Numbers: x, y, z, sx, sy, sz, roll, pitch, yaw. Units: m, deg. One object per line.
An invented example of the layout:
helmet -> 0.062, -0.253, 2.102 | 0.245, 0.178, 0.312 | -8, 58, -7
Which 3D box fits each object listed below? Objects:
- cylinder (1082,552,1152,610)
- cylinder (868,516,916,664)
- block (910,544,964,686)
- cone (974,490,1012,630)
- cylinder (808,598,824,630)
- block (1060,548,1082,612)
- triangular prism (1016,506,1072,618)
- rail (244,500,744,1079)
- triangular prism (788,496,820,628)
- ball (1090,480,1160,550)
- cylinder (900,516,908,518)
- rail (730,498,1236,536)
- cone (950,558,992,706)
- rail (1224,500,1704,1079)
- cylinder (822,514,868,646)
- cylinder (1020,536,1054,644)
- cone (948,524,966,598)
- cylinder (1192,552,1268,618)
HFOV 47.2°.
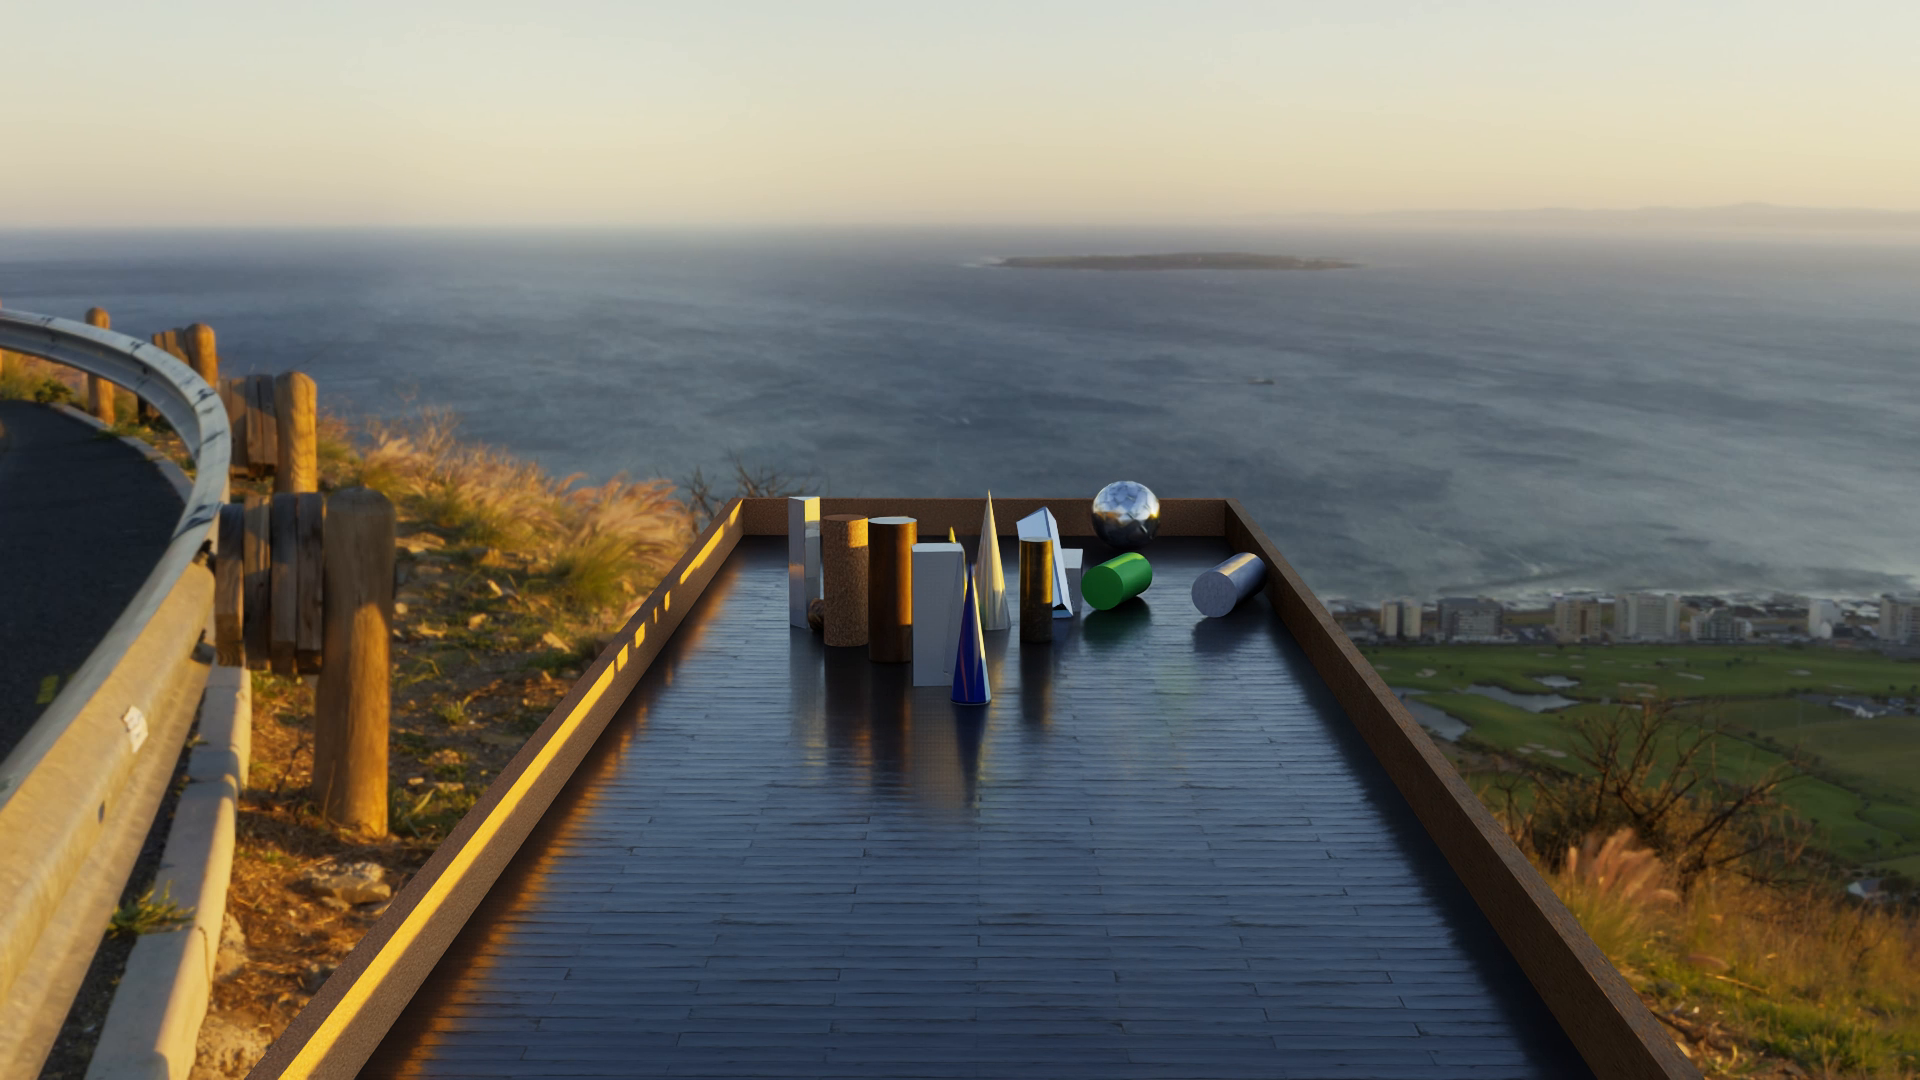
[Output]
cylinder -> 0.546, 0.141, 7.629 | 0.153, 0.153, 0.309 | 4, 10, 23
cylinder -> -0.205, 0.153, 6.675 | 0.149, 0.429, 0.149 | 0, 9, 0
block -> -0.066, 0.215, 6.394 | 0.147, 0.393, 0.147 | -1, 9, -4
cone -> 0.094, 0.057, 7.197 | 0.149, 0.455, 0.149 | 0, 9, 0
cylinder -> -0.326, 0.250, 7.101 | 0.315, 0.104, 0.104 | 4, 10, 21
block -> 0.349, 0.137, 7.669 | 0.149, 0.149, 0.406 | 1, 9, 4
triangular prism -> 0.308, 0.085, 7.411 | 0.120, 0.355, 0.138 | 14, -32, -42
rail -> -1.004, 0.839, 3.234 | 0.050, 0.150, 12.000 | 0, 9, 1
triangular prism -> -0.498, 0.070, 7.216 | 0.086, 0.422, 0.100 | -6, 11, -34
ball -> 0.659, -0.099, 8.748 | 0.277, 0.277, 0.277 | 0, 9, 0
cylinder -> -0.234, 0.100, 7.222 | 0.164, 0.341, 0.164 | -6, 2, 0
rail -> 0.099, -0.098, 9.147 | 2.100, 0.150, 0.050 | 0, 9, 1
cone -> 0.030, 0.250, 6.139 | 0.115, 0.405, 0.115 | 0, 9, 0
rail -> 1.046, 0.843, 3.208 | 0.050, 0.150, 12.000 | 0, 9, 1
cylinder -> -0.361, 0.126, 6.937 | 0.141, 0.399, 0.141 | 0, 9, 0
cylinder -> 0.241, 0.159, 6.960 | 0.105, 0.328, 0.105 | 0, 9, 0
cone -> -0.015, 0.145, 6.795 | 0.148, 0.396, 0.148 | -4, 10, 1
cylinder -> 0.928, 0.152, 7.550 | 0.157, 0.157, 0.416 | 4, 10, 22
